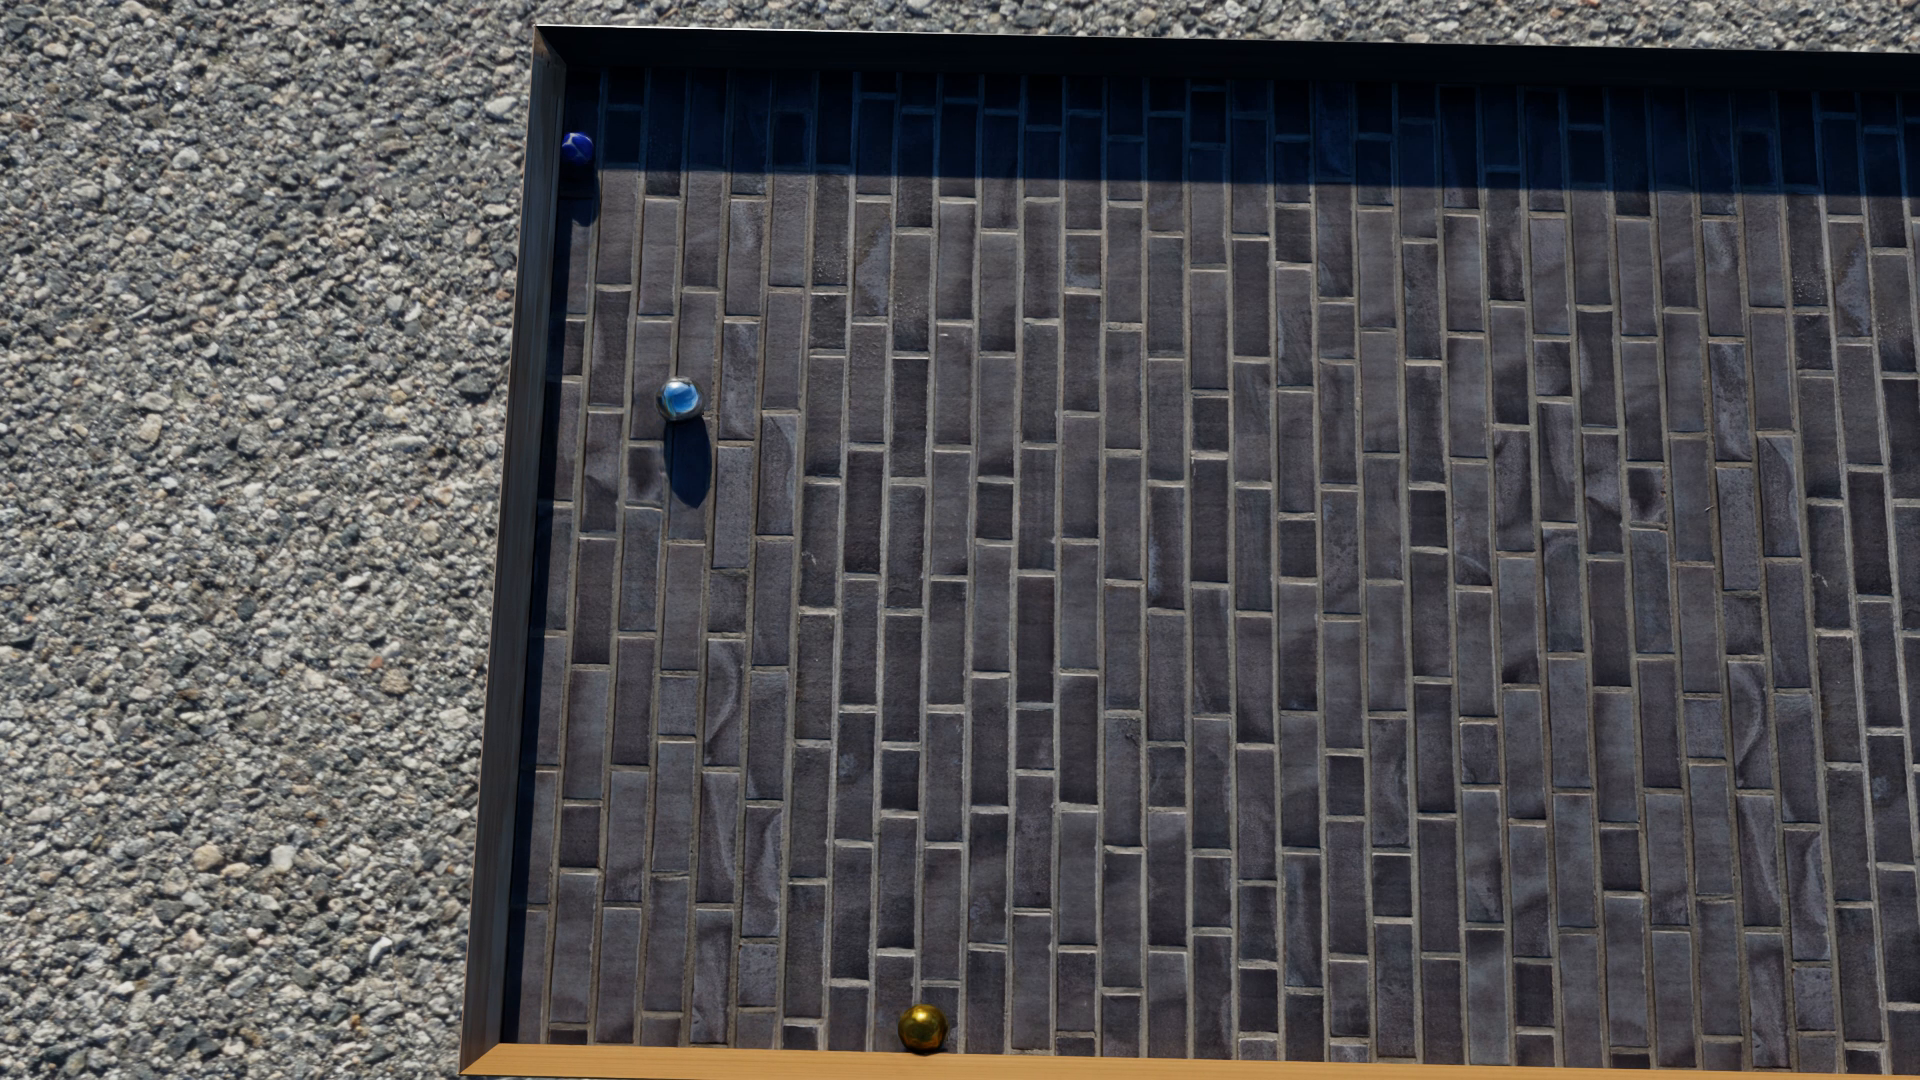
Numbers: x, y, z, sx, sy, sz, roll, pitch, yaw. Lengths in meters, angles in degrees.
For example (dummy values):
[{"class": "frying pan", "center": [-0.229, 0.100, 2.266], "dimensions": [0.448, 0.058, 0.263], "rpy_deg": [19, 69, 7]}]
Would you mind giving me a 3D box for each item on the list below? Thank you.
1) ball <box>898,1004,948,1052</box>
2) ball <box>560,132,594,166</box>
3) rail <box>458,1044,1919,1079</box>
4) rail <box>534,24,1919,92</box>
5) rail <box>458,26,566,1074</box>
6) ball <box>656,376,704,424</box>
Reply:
[{"class": "ball", "center": [-0.054, 0.702, 3.157], "dimensions": [0.071, 0.071, 0.071], "rpy_deg": [0, 77, 0]}, {"class": "ball", "center": [-0.606, -0.618, 3.478], "dimensions": [0.055, 0.055, 0.055], "rpy_deg": [0, 77, 0]}, {"class": "rail", "center": [0.670, 0.769, 3.127], "dimensions": [2.749, 0.095, 0.045], "rpy_deg": [1, 77, 0]}, {"class": "rail", "center": [0.704, -0.747, 3.487], "dimensions": [2.749, 0.095, 0.045], "rpy_deg": [1, 77, 0]}, {"class": "rail", "center": [-0.663, -0.018, 3.314], "dimensions": [0.045, 0.095, 1.605], "rpy_deg": [1, 77, 0]}, {"class": "ball", "center": [-0.430, -0.214, 3.373], "dimensions": [0.073, 0.073, 0.073], "rpy_deg": [0, 77, 0]}]
